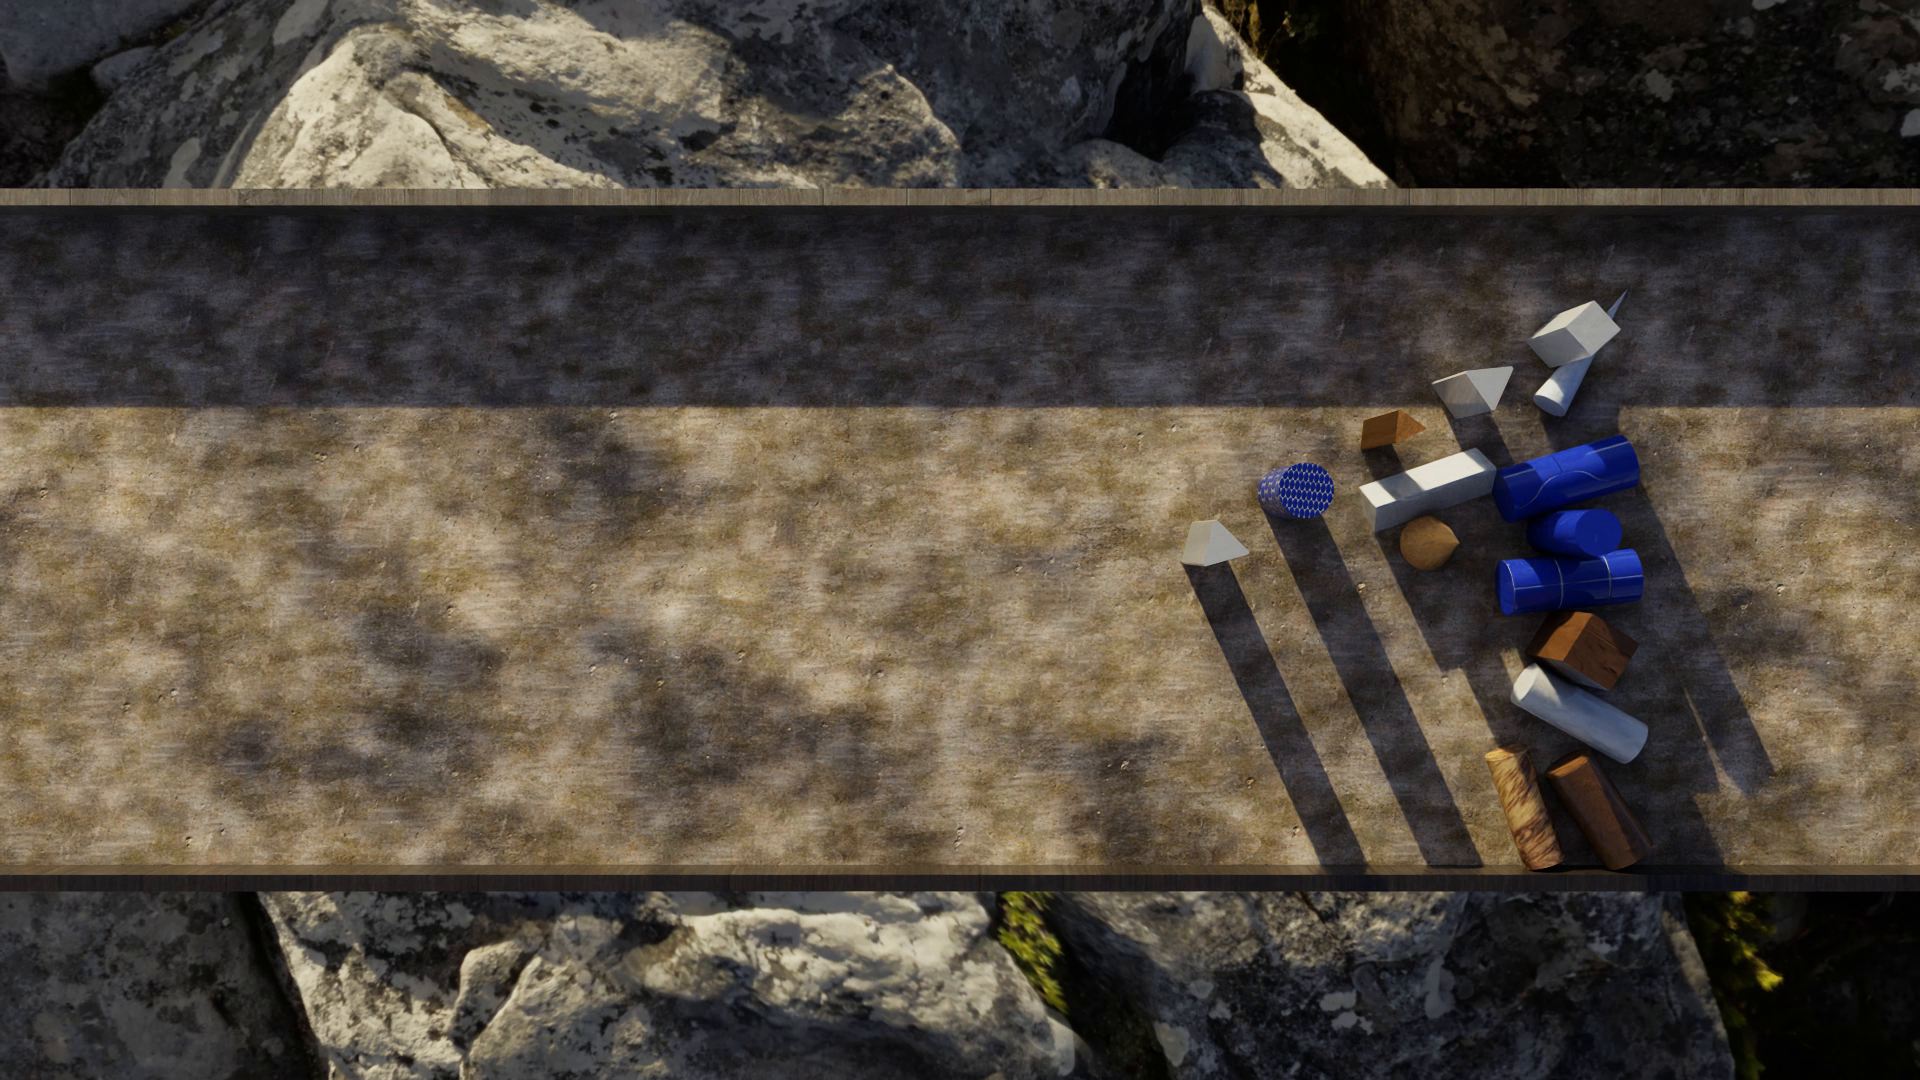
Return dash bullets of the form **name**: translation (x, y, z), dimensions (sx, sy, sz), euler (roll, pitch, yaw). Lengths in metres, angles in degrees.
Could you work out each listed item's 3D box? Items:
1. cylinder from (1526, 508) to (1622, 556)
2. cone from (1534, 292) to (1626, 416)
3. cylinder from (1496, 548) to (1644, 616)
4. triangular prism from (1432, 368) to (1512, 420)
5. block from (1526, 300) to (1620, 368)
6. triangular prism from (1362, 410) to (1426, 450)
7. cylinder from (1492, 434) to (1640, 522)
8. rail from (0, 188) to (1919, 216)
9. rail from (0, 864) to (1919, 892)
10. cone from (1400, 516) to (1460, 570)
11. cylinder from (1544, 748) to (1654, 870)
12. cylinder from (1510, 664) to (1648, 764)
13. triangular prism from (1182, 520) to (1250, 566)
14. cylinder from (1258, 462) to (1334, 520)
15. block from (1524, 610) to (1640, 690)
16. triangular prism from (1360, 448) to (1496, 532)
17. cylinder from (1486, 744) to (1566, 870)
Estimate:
- **cylinder**: translation (1.808, -0.022, 4.872), dimensions (0.133, 0.409, 0.133), euler (0, 90, 0)
- **cone**: translation (1.926, -0.593, 5.050), dimensions (0.109, 0.109, 0.456), euler (36, 83, 0)
- **cylinder**: translation (1.841, 0.125, 4.993), dimensions (0.388, 0.168, 0.168), euler (-6, 90, 0)
- **triangular prism**: translation (1.538, -0.461, 4.903), dimensions (0.118, 0.346, 0.136), euler (-35, 90, 0)
- **block**: translation (1.820, -0.609, 4.909), dimensions (0.114, 0.335, 0.114), euler (-42, 90, 0)
- **triangular prism**: translation (1.261, -0.333, 4.873), dimensions (0.093, 0.407, 0.080), euler (-24, 90, 0)
- **cylinder**: translation (1.829, -0.185, 4.993), dimensions (0.390, 0.167, 0.167), euler (-16, 90, 0)
- **rail**: translation (-2.247, -1.025, 5.002), dimensions (12.000, 0.150, 0.050), euler (0, 90, 0)
- **rail**: translation (-2.247, 1.025, 5.001), dimensions (12.000, 0.150, 0.050), euler (0, 90, 0)
- **cone**: translation (1.439, 0.009, 4.911), dimensions (0.169, 0.330, 0.169), euler (0, 90, 0)
- **cylinder**: translation (1.934, 0.814, 4.998), dimensions (0.158, 0.158, 0.335), euler (-34, 90, 0)
- **cylinder**: translation (1.879, 0.527, 5.007), dimensions (0.380, 0.140, 0.140), euler (29, 90, 0)
- **triangular prism**: translation (0.731, -0.001, 4.849), dimensions (0.132, 0.455, 0.114), euler (-15, 90, 0)
- **cylinder**: translation (0.996, -0.143, 4.910), dimensions (0.160, 0.333, 0.160), euler (0, 90, 0)
- **block**: translation (1.846, 0.323, 4.911), dimensions (0.162, 0.331, 0.162), euler (32, 90, 0)
- **triangular prism**: translation (1.429, -0.154, 5.011), dimensions (0.381, 0.125, 0.144), euler (-19, 90, 0)
- **cylinder**: translation (1.718, 0.809, 5.012), dimensions (0.128, 0.128, 0.357), euler (-19, 90, 0)
